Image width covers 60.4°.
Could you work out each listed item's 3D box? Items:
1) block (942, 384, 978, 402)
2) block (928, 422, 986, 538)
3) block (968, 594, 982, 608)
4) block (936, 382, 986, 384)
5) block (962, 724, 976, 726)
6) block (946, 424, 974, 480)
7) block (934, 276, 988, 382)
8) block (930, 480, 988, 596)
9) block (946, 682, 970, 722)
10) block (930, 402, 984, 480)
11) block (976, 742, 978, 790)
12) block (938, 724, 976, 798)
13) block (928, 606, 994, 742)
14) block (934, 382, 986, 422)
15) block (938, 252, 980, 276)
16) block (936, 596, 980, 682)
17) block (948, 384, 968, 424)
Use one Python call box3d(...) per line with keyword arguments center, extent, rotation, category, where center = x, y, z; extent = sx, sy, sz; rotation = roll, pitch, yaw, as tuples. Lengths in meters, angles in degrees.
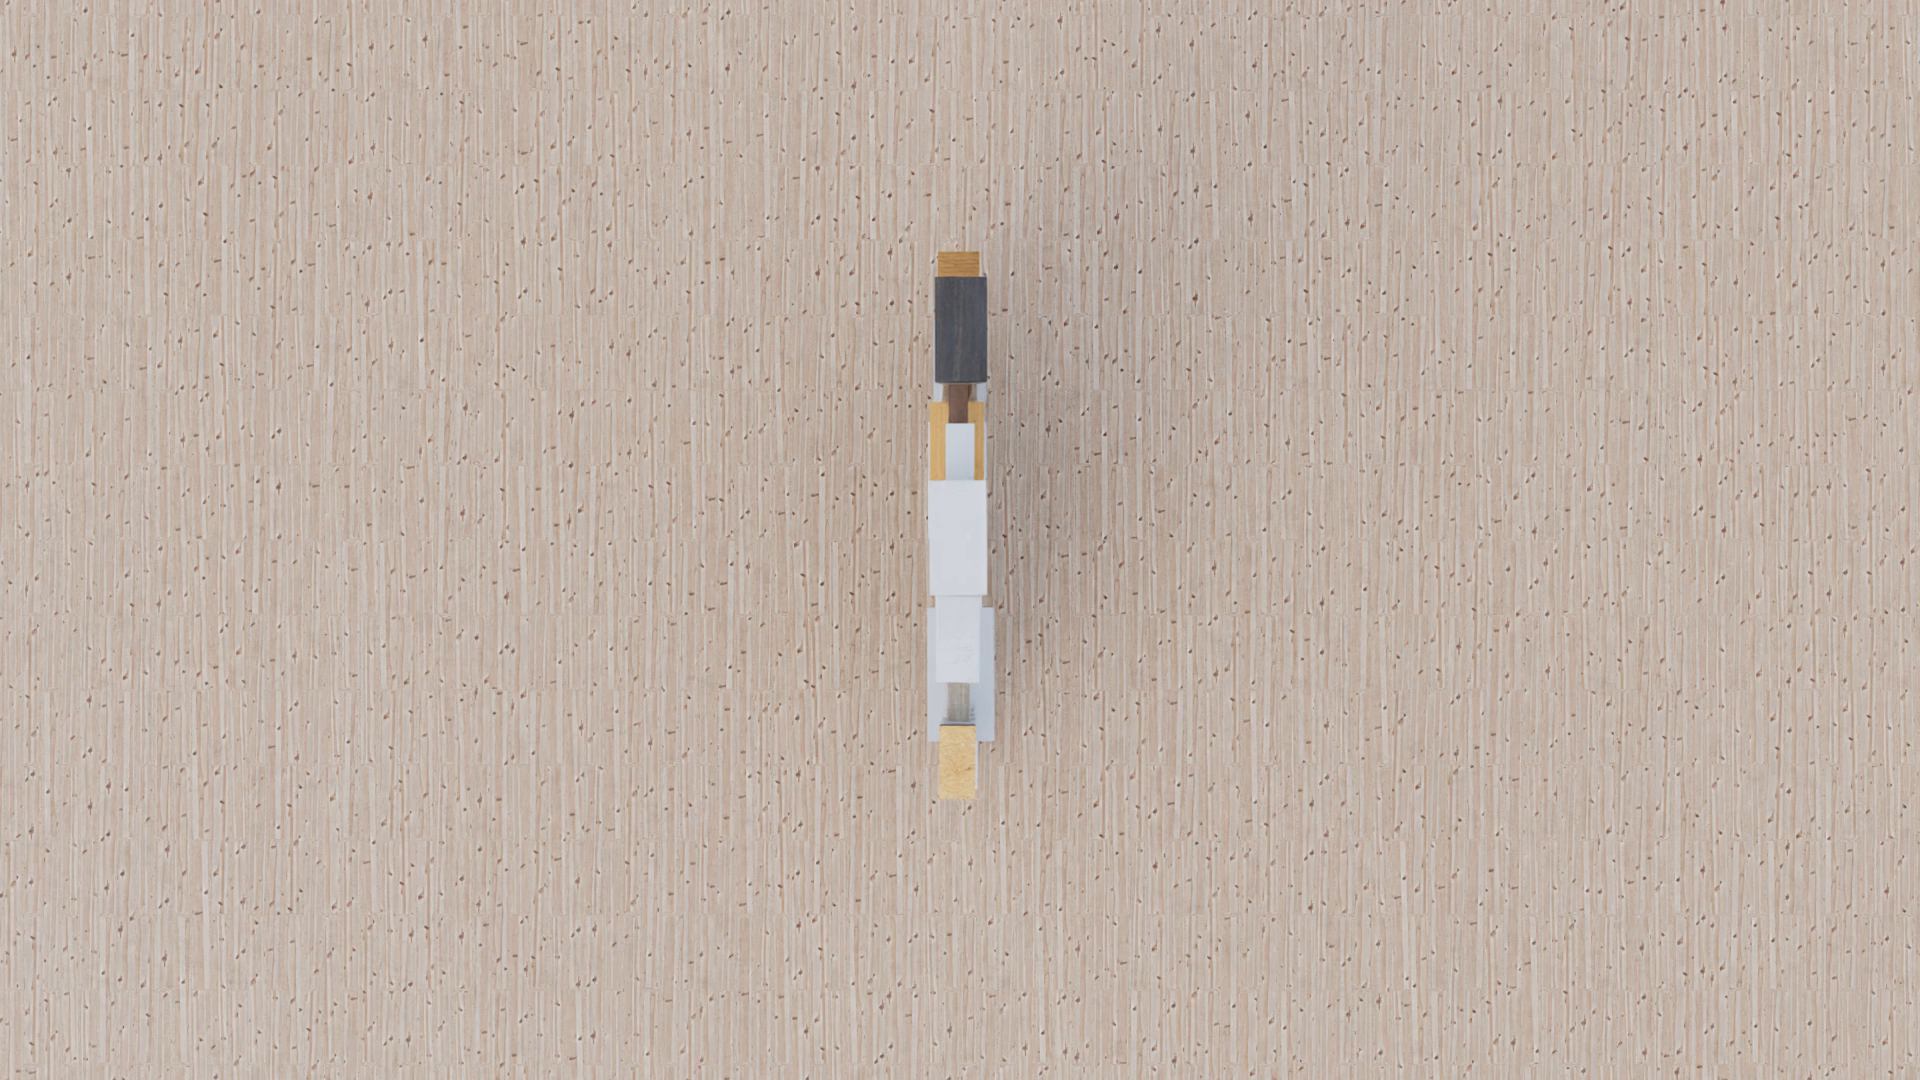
box3d(center=(-0.001, -0.451, 4.457), extent=(0.093, 0.026, 0.185), rotation=(0, 90, 0), category="block")
box3d(center=(-0.006, -0.166, 4.579), extent=(0.160, 0.045, 0.320), rotation=(0, 90, 0), category="block")
box3d(center=(-0.002, 0.053, 4.294), extent=(0.122, 0.035, 0.245), rotation=(0, 90, 0), category="block")
box3d(center=(0.003, -0.438, 4.293), extent=(0.130, 0.301, 0.037), rotation=(-1, 90, 0), category="block")
box3d(center=(-0.005, 0.504, 4.302), extent=(0.092, 0.185, 0.026), rotation=(0, 90, 0), category="block")
box3d(center=(0.000, -0.216, 4.084), extent=(0.071, 0.020, 0.142), rotation=(0, 90, 0), category="block")
box3d(center=(0.003, -0.525, 4.124), extent=(0.130, 0.037, 0.261), rotation=(0, 90, 0), category="block")
box3d(center=(-0.004, -0.005, 3.944), extent=(0.136, 0.039, 0.273), rotation=(0, 90, 0), category="block")
box3d(center=(-0.005, 0.411, 4.270), extent=(0.058, 0.016, 0.116), rotation=(0, 90, 0), category="block")
box3d(center=(-0.008, -0.215, 4.256), extent=(0.140, 0.040, 0.280), rotation=(0, 90, 0), category="block")
box3d(center=(-0.001, 0.655, 5.120), extent=(0.115, 0.033, 0.230), rotation=(0, 90, 0), category="block")
box3d(center=(-0.007, 0.564, 4.197), extent=(0.092, 0.026, 0.185), rotation=(0, 90, 1), category="block")
box3d(center=(0.002, 0.358, 4.419), extent=(0.178, 0.050, 0.355), rotation=(0, 90, 0), category="block")
box3d(center=(0.000, -0.477, 4.676), extent=(0.148, 0.042, 0.295), rotation=(0, 90, 0), category="block")
box3d(center=(-0.004, -0.660, 4.419), extent=(0.110, 0.031, 0.221), rotation=(0, 90, 0), category="block")
box3d(center=(-0.005, 0.243, 4.050), extent=(0.105, 0.030, 0.211), rotation=(0, 90, 1), category="block")
box3d(center=(-0.005, -0.342, 4.132), extent=(0.049, 0.014, 0.097), rotation=(-1, 90, 1), category="block")
